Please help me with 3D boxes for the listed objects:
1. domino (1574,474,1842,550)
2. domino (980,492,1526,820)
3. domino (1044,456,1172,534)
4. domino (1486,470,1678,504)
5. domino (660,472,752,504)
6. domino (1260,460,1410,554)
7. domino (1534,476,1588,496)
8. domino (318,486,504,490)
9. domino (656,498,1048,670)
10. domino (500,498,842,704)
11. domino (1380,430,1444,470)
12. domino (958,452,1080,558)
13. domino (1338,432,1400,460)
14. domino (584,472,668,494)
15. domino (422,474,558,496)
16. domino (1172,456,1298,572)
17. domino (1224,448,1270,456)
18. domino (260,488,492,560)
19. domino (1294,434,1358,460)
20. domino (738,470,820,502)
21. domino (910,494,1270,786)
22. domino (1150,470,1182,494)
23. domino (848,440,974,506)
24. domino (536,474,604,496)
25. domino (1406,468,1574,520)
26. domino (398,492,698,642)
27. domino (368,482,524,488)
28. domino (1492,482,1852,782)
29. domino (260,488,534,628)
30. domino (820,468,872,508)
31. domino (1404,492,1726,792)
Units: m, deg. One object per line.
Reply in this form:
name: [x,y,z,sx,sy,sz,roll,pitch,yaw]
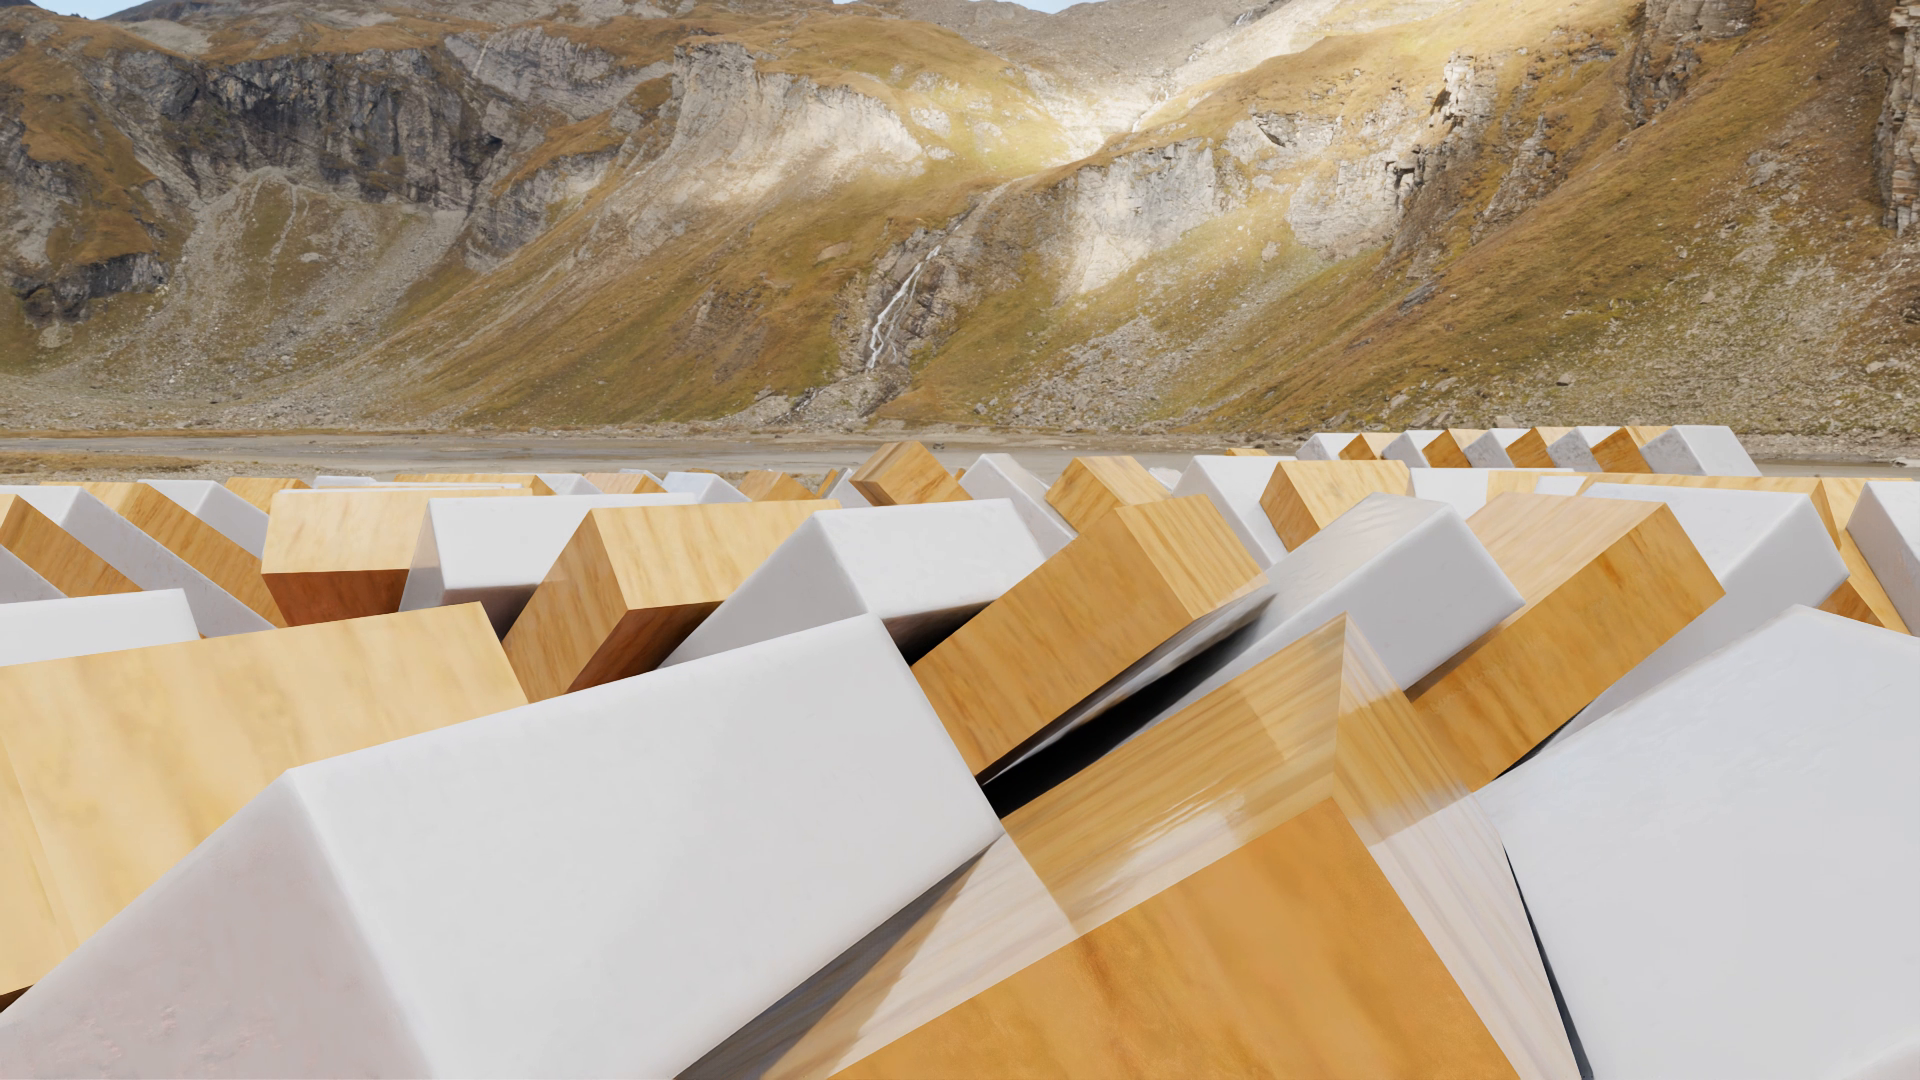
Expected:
domino: [0.070,0.013,0.137,0.050,0.009,0.025,-46,27,-23]
domino: [0.021,0.015,0.112,0.050,0.010,0.025,-37,0,7]
domino: [0.040,0.005,0.231,0.050,0.009,0.025,47,25,20]
domino: [0.084,0.010,0.174,0.025,0.010,0.050,3,43,24]
domino: [-0.039,0.004,0.269,0.050,0.010,0.025,39,-17,-29]
domino: [0.072,0.007,0.210,0.025,0.009,0.050,-2,45,-18]
domino: [0.078,0.012,0.155,0.025,0.009,0.050,3,43,38]
domino: [-0.070,0.010,0.186,0.025,0.010,0.050,0,-32,4]
domino: [-0.017,0.015,0.115,0.050,0.009,0.025,-41,-20,32]
domino: [-0.032,0.015,0.125,0.025,0.009,0.050,-4,-31,-44]
domino: [0.134,-0.006,0.339,0.025,0.050,0.010,-3,-31,-36]
domino: [0.021,0.005,0.231,0.050,0.009,0.025,44,11,6]
domino: [0.126,-0.006,0.348,0.025,0.050,0.010,-3,-32,-36]
domino: [-0.052,0.005,0.257,0.025,0.009,0.050,5,-29,50]
domino: [-0.070,0.007,0.224,0.025,0.010,0.050,2,-32,28]
domino: [0.061,0.006,0.225,0.025,0.010,0.050,-2,46,-31]
domino: [0.095,-0.005,0.362,0.050,0.009,0.025,50,28,23]
domino: [-0.067,0.011,0.168,0.025,0.009,0.050,-1,-32,-4]
domino: [0.116,-0.007,0.356,0.025,0.050,0.009,-3,-32,-36]
domino: [-0.025,0.003,0.281,0.050,0.010,0.025,37,-11,-22]
domino: [0.001,0.015,0.110,0.050,0.009,0.025,-39,-12,23]
domino: [0.064,0.002,0.293,0.050,0.009,0.025,38,17,16]
domino: [0.003,0.004,0.222,0.010,0.050,0.025,-46,13,-9]
domino: [-0.063,0.006,0.241,0.025,0.009,0.050,3,-31,41]
domino: [0.083,0.009,0.192,0.025,0.010,0.050,1,43,9]
domino: [-0.046,0.014,0.136,0.025,0.010,0.050,-3,-32,-34]
domino: [-0.071,0.009,0.204,0.025,0.009,0.050,1,-31,13]
domino: [0.056,0.014,0.124,0.050,0.010,0.025,-39,14,-10]
domino: [-0.061,0.012,0.151,0.025,0.009,0.050,-2,-32,-13]
domino: [-0.009,0.002,0.292,0.050,0.009,0.025,36,-2,-9]
domino: [0.039,0.015,0.117,0.050,0.009,0.025,-38,7,-3]
